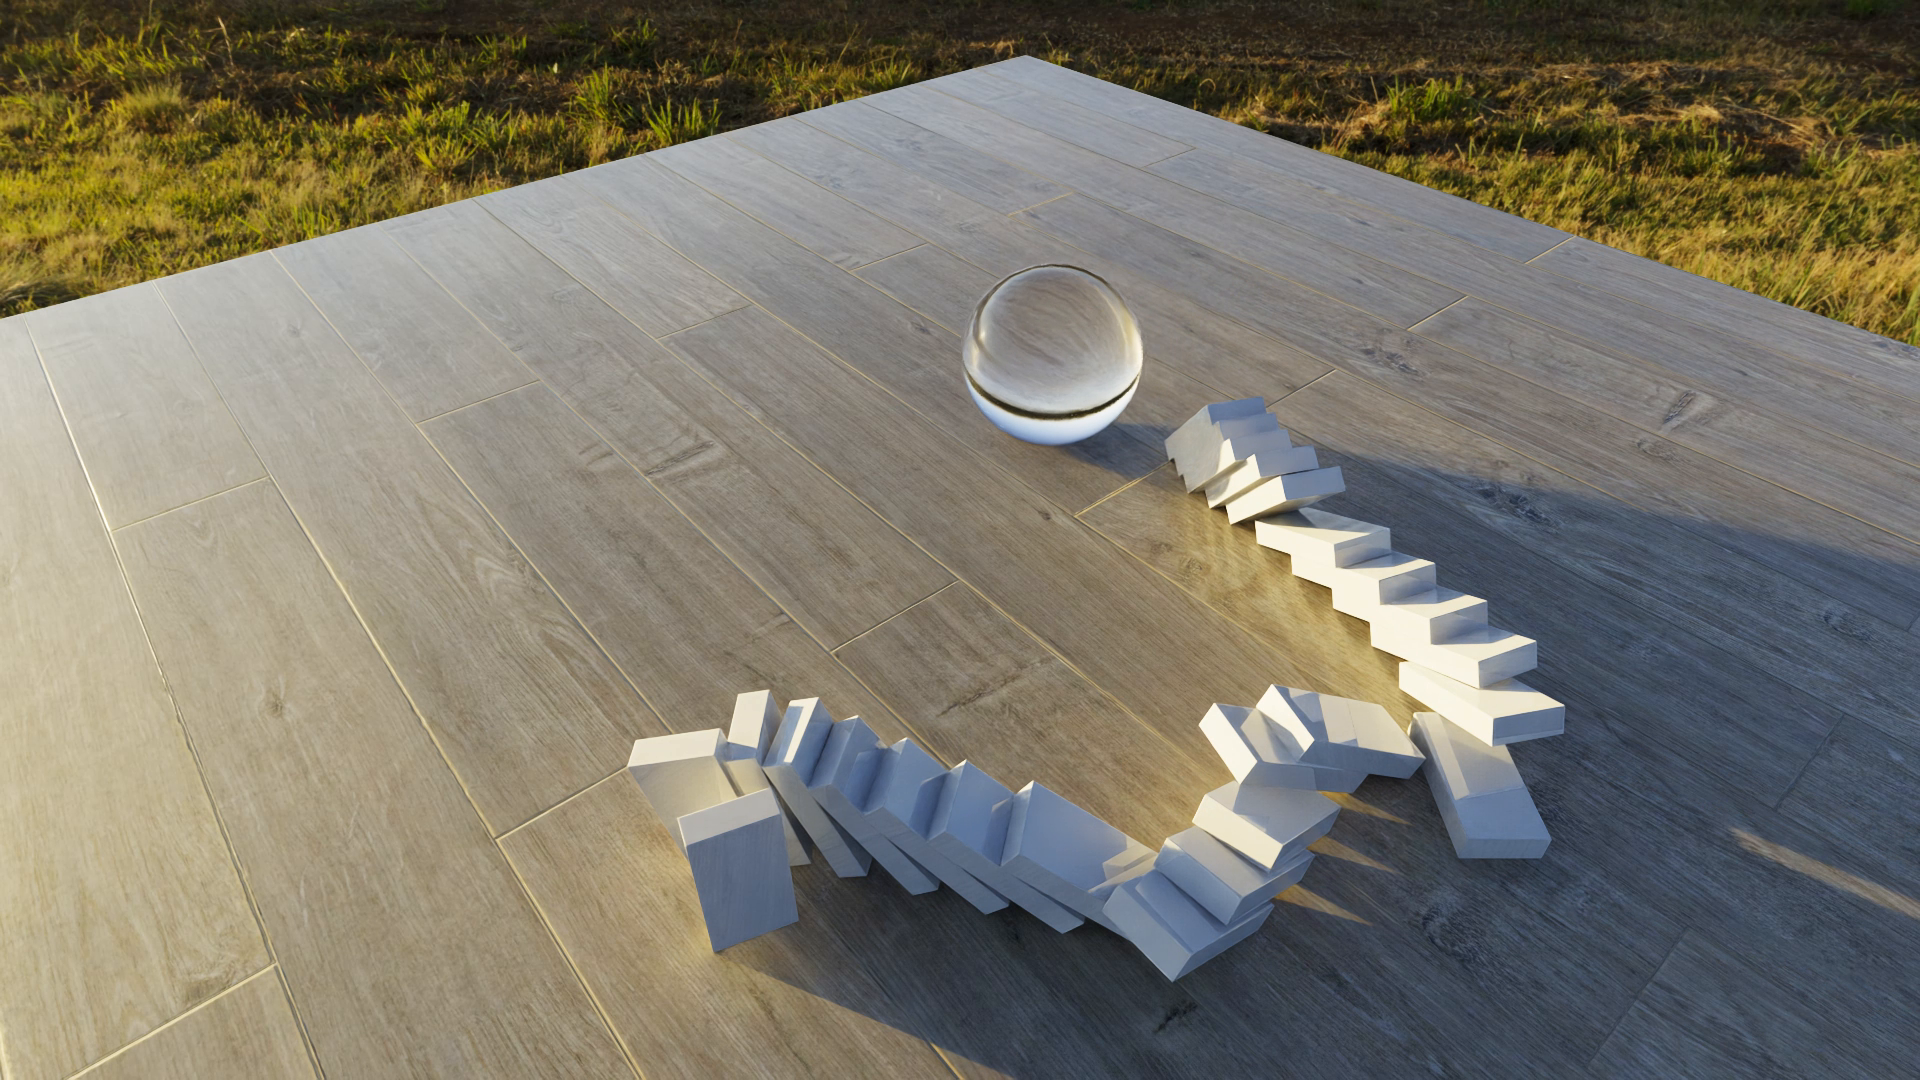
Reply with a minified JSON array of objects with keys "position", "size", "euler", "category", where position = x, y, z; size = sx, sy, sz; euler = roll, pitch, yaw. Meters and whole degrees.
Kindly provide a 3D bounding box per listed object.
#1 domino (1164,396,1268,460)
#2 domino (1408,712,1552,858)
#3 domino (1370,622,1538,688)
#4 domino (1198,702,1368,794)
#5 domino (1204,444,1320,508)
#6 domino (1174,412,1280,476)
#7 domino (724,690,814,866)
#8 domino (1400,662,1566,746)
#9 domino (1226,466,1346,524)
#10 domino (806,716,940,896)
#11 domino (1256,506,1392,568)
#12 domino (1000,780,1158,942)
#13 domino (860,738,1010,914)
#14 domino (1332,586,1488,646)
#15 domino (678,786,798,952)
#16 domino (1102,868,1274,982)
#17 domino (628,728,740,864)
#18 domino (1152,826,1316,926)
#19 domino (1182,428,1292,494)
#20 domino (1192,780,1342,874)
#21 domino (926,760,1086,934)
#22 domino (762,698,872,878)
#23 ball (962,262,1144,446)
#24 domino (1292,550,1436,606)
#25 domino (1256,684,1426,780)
[{"position":[0.109,-0.047,0.474],"size":[0.025,0.050,0.009],"euler":[-10,80,-12],"category":"domino"},{"position":[0.164,0.077,0.349],"size":[0.025,0.010,0.050],"euler":[0,39,0],"category":"domino"},{"position":[0.171,0.036,0.383],"size":[0.025,0.009,0.050],"euler":[-15,16,-18],"category":"domino"},{"position":[0.102,0.066,0.346],"size":[0.050,0.009,0.025],"euler":[11,30,-30],"category":"domino"},{"position":[0.121,-0.025,0.447],"size":[0.025,0.050,0.009],"euler":[-10,80,-12],"category":"domino"},{"position":[0.112,-0.040,0.464],"size":[0.025,0.050,0.010],"euler":[-10,80,-12],"category":"domino"},{"position":[-0.054,0.071,0.324],"size":[0.009,0.050,0.025],"euler":[-9,39,9],"category":"domino"},{"position":[0.171,0.052,0.364],"size":[0.025,0.009,0.050],"euler":[-8,15,-9],"category":"domino"},{"position":[0.128,-0.017,0.438],"size":[0.025,0.050,0.010],"euler":[-10,83,-12],"category":"domino"},{"position":[-0.022,0.077,0.320],"size":[0.010,0.050,0.025],"euler":[-23,29,31],"category":"domino"},{"position":[0.140,-0.002,0.428],"size":[0.025,0.009,0.050],"euler":[-14,15,-16],"category":"domino"},{"position":[0.037,0.092,0.311],"size":[0.050,0.009,0.025],"euler":[32,39,-12],"category":"domino"},{"position":[-0.004,0.083,0.317],"size":[0.050,0.009,0.025],"euler":[43,37,-19],"category":"domino"},{"position":[0.162,0.023,0.398],"size":[0.025,0.009,0.050],"euler":[-14,16,-18],"category":"domino"},{"position":[-0.060,0.091,0.301],"size":[0.025,0.050,0.009],"euler":[-15,42,-18],"category":"domino"},{"position":[0.063,0.101,0.301],"size":[0.025,0.010,0.050],"euler":[40,24,33],"category":"domino"},{"position":[-0.073,0.076,0.316],"size":[0.025,0.050,0.009],"euler":[-9,39,9],"category":"domino"},{"position":[0.079,0.091,0.313],"size":[0.025,0.010,0.050],"euler":[35,21,34],"category":"domino"},{"position":[0.114,-0.032,0.455],"size":[0.025,0.050,0.009],"euler":[-10,80,-12],"category":"domino"},{"position":[0.092,0.081,0.326],"size":[0.025,0.009,0.050],"euler":[31,19,32],"category":"domino"},{"position":[0.015,0.088,0.314],"size":[0.050,0.009,0.025],"euler":[37,39,-14],"category":"domino"},{"position":[-0.038,0.073,0.322],"size":[0.009,0.050,0.025],"euler":[-11,35,23],"category":"domino"},{"position":[0.041,-0.082,0.488],"size":[0.080,0.080,0.080],"euler":[0,39,0],"category":"ball"},{"position":[0.151,0.011,0.414],"size":[0.025,0.009,0.050],"euler":[-14,16,-17],"category":"domino"},{"position":[0.122,0.061,0.351],"size":[0.050,0.009,0.025],"euler":[13,29,-27],"category":"domino"}]
